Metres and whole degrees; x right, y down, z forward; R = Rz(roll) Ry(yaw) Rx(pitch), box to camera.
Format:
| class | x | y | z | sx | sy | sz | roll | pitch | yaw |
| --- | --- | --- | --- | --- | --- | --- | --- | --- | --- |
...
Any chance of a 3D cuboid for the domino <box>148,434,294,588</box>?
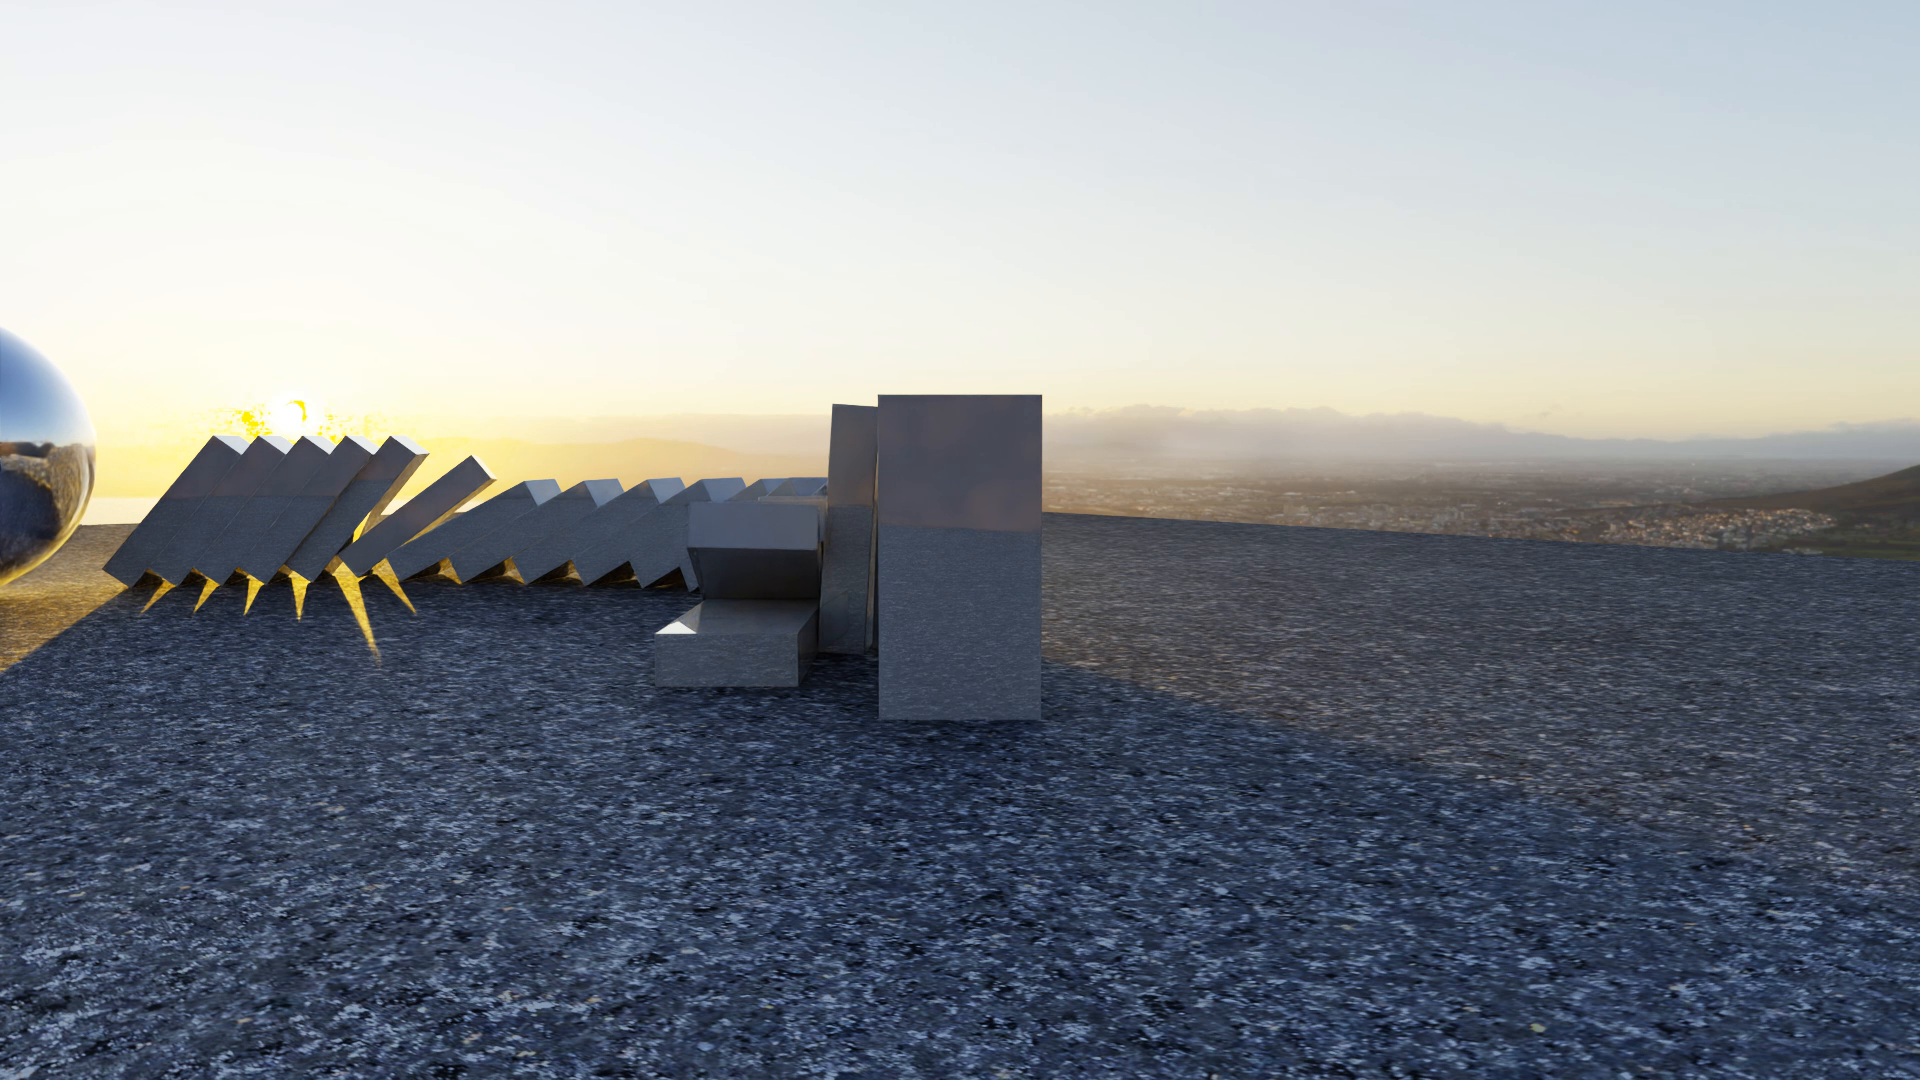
| class | x | y | z | sx | sy | sz | roll | pitch | yaw |
| --- | --- | --- | --- | --- | --- | --- | --- | --- | --- |
| domino | -0.224 | -0.010 | 0.394 | 0.009 | 0.050 | 0.025 | 38 | -5 | -13 |

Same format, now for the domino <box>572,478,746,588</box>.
| class | x | y | z | sx | sy | sz | roll | pitch | yaw |
| --- | --- | --- | --- | --- | --- | --- | --- | --- | --- |
| domino | -0.089 | -0.003 | 0.385 | 0.050 | 0.009 | 0.025 | -29 | -5 | 17 |

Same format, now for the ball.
| class | x | y | z | sx | sy | sz | roll | pitch | yaw |
| --- | --- | --- | --- | --- | --- | --- | --- | --- | --- |
| ball | -0.279 | -0.023 | 0.344 | 0.080 | 0.080 | 0.080 | 0 | 4 | 0 |

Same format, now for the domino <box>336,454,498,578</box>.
| class | x | y | z | sx | sy | sz | roll | pitch | yaw |
| --- | --- | --- | --- | --- | --- | --- | --- | --- | --- |
| domino | -0.173 | -0.008 | 0.411 | 0.050 | 0.009 | 0.025 | -40 | 11 | -11 |

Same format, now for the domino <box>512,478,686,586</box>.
| class | x | y | z | sx | sy | sz | roll | pitch | yaw |
| --- | --- | --- | --- | --- | --- | --- | --- | --- | --- |
| domino | -0.109 | -0.003 | 0.394 | 0.050 | 0.009 | 0.025 | -28 | -1 | 11 |

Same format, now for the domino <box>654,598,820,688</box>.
| class | x | y | z | sx | sy | sz | roll | pitch | yaw |
| --- | --- | --- | --- | --- | --- | --- | --- | --- | --- |
| domino | -0.041 | 0.019 | 0.249 | 0.025 | 0.010 | 0.050 | 0 | 4 | -1 |

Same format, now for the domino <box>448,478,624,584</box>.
| class | x | y | z | sx | sy | sz | roll | pitch | yaw |
| --- | --- | --- | --- | --- | --- | --- | --- | --- | --- |
| domino | -0.130 | -0.003 | 0.399 | 0.050 | 0.009 | 0.025 | -27 | 0 | 9 |

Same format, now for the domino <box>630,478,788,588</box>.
| class | x | y | z | sx | sy | sz | roll | pitch | yaw |
| --- | --- | --- | --- | --- | --- | --- | --- | --- | --- |
| domino | -0.070 | -0.002 | 0.377 | 0.050 | 0.010 | 0.025 | -29 | -7 | 19 |

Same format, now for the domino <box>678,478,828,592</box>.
| class | x | y | z | sx | sy | sz | roll | pitch | yaw |
| --- | --- | --- | --- | --- | --- | --- | --- | --- | --- |
| domino | -0.053 | -0.001 | 0.361 | 0.050 | 0.009 | 0.025 | -33 | -17 | 33 |

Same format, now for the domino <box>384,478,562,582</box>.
| class | x | y | z | sx | sy | sz | roll | pitch | yaw |
| --- | --- | --- | --- | --- | --- | --- | --- | --- | --- |
| domino | -0.152 | -0.003 | 0.404 | 0.050 | 0.009 | 0.025 | -27 | 2 | 5 |

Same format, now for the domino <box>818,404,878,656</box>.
| class | x | y | z | sx | sy | sz | roll | pitch | yaw |
| --- | --- | --- | --- | --- | --- | --- | --- | --- | --- |
| domino | -0.022 | -0.003 | 0.269 | 0.009 | 0.050 | 0.025 | 4 | 4 | 2 |

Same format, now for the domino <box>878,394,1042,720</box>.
| class | x | y | z | sx | sy | sz | roll | pitch | yaw |
| --- | --- | --- | --- | --- | --- | --- | --- | --- | --- |
| domino | 0.000 | 0.002 | 0.201 | 0.025 | 0.050 | 0.009 | 0 | 4 | 0 |

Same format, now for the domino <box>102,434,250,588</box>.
| class | x | y | z | sx | sy | sz | roll | pitch | yaw |
| --- | --- | --- | --- | --- | --- | --- | --- | --- | --- |
| domino | -0.236 | -0.009 | 0.391 | 0.010 | 0.050 | 0.025 | 38 | -5 | -13 |

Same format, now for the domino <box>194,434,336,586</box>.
| class | x | y | z | sx | sy | sz | roll | pitch | yaw |
| --- | --- | --- | --- | --- | --- | --- | --- | --- | --- |
| domino | -0.212 | -0.010 | 0.396 | 0.009 | 0.050 | 0.025 | 38 | -5 | -13 |

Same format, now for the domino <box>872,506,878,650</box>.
| class | x | y | z | sx | sy | sz | roll | pitch | yaw |
| --- | --- | --- | --- | --- | --- | --- | --- | --- | --- |
| domino | -0.004 | -0.002 | 0.262 | 0.025 | 0.050 | 0.010 | -3 | 10 | -34 |

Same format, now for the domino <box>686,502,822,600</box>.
| class | x | y | z | sx | sy | sz | roll | pitch | yaw |
| --- | --- | --- | --- | --- | --- | --- | --- | --- | --- |
| domino | -0.042 | 0.007 | 0.271 | 0.025 | 0.010 | 0.050 | 1 | -22 | -4 |

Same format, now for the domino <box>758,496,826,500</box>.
| class | x | y | z | sx | sy | sz | roll | pitch | yaw |
| --- | --- | --- | --- | --- | --- | --- | --- | --- | --- |
| domino | -0.039 | 0.003 | 0.319 | 0.025 | 0.010 | 0.050 | -1 | -22 | -14 |

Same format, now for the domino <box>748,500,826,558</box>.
| class | x | y | z | sx | sy | sz | roll | pitch | yaw |
| --- | --- | --- | --- | --- | --- | --- | --- | --- | --- |
| domino | -0.042 | 0.005 | 0.295 | 0.025 | 0.009 | 0.050 | -1 | -22 | -6 |

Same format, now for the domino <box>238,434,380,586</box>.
| class | x | y | z | sx | sy | sz | roll | pitch | yaw |
| --- | --- | --- | --- | --- | --- | --- | --- | --- | --- |
| domino | -0.200 | -0.010 | 0.399 | 0.009 | 0.050 | 0.025 | 38 | -5 | -13 |

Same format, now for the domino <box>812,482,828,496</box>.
| class | x | y | z | sx | sy | sz | roll | pitch | yaw |
| --- | --- | --- | --- | --- | --- | --- | --- | --- | --- |
| domino | -0.038 | -0.001 | 0.346 | 0.025 | 0.009 | 0.050 | -2 | -26 | -48 |

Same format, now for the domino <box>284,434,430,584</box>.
| class | x | y | z | sx | sy | sz | roll | pitch | yaw |
| --- | --- | --- | --- | --- | --- | --- | --- | --- | --- |
| domino | -0.189 | -0.010 | 0.404 | 0.010 | 0.050 | 0.025 | 38 | -4 | -13 |
